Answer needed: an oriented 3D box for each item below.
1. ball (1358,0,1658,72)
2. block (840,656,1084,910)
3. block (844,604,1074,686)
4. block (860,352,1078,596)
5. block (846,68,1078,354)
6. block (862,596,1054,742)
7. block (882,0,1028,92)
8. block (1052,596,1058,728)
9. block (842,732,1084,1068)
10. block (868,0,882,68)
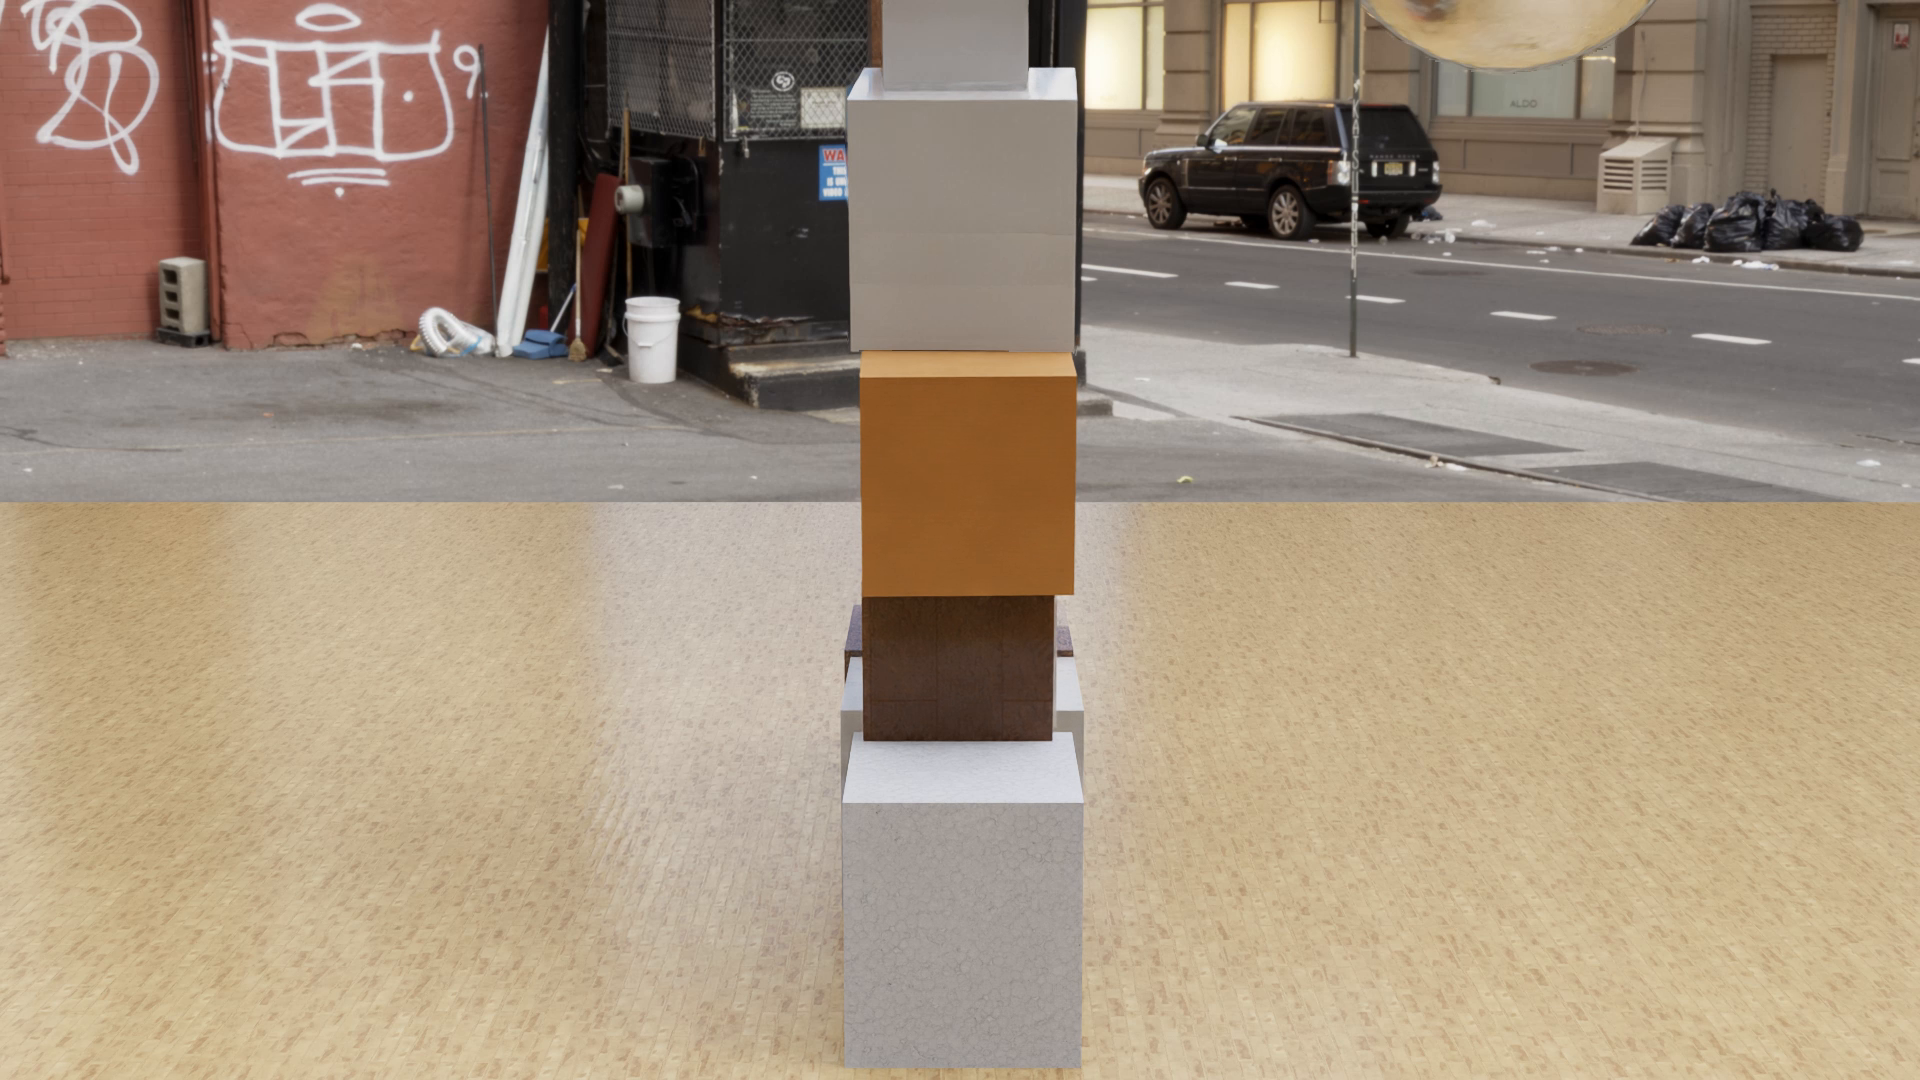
[{"bbox_3d":[2.295,-2.763,10.678,1.600,1.600,1.600,0,10,0],"label":"ball"},{"bbox_3d":[0.010,1.054,11.337,1.024,0.870,1.000,0,10,0],"label":"block"},{"bbox_3d":[-0.005,0.856,12.344,1.051,0.899,1.032,0,10,0],"label":"block"},{"bbox_3d":[0.022,-0.326,9.786,0.783,0.833,0.896,0,18,-1],"label":"block"},{"bbox_3d":[0.023,-1.285,9.875,0.837,0.941,0.886,0,18,2],"label":"block"},{"bbox_3d":[-0.007,0.364,10.059,0.725,0.642,0.683,0,17,0],"label":"block"},{"bbox_3d":[-0.022,-2.025,9.745,0.540,0.547,0.634,0,18,-1],"label":"block"},{"bbox_3d":[0.007,0.252,10.792,0.785,0.870,0.708,0,17,1],"label":"block"},{"bbox_3d":[0.011,1.317,9.572,0.847,0.983,0.980,0,10,0],"label":"block"},{"bbox_3d":[-0.065,-2.197,10.813,0.633,0.748,0.733,0,-12,-3],"label":"block"}]
